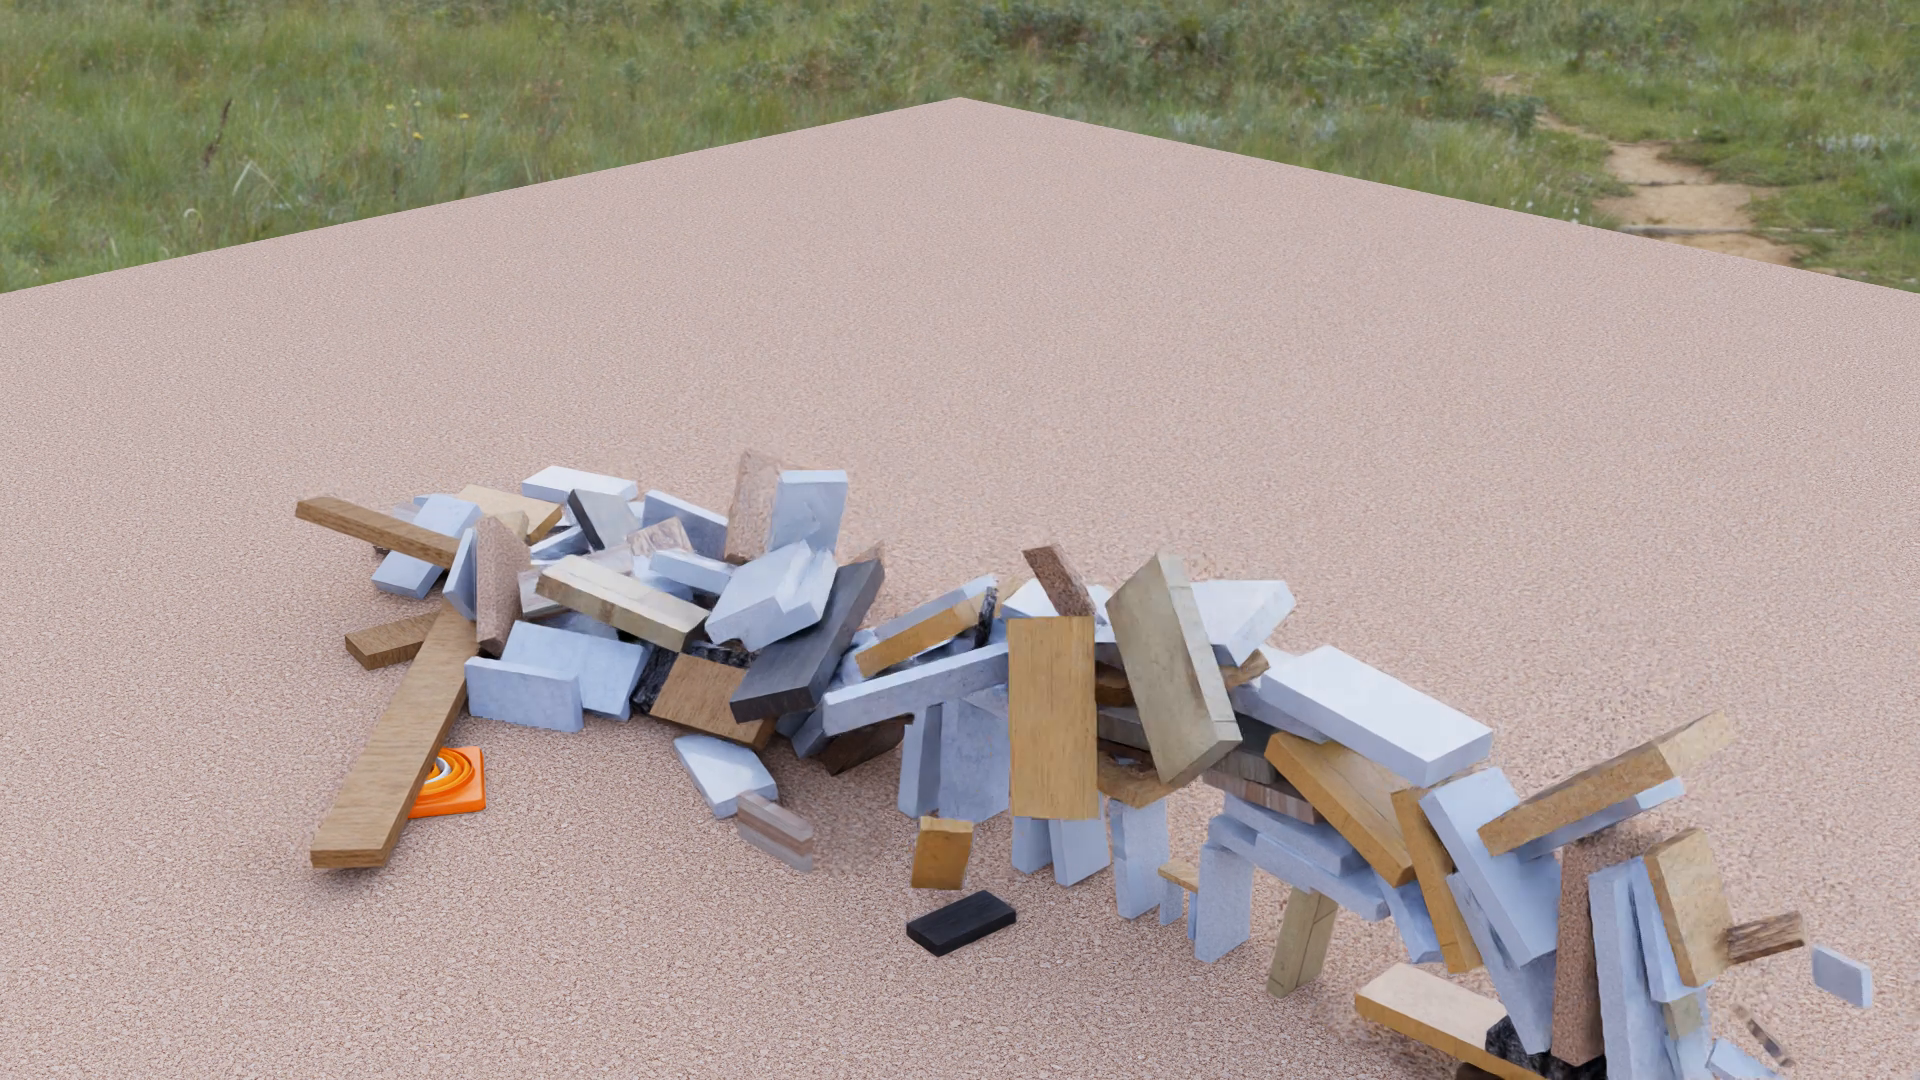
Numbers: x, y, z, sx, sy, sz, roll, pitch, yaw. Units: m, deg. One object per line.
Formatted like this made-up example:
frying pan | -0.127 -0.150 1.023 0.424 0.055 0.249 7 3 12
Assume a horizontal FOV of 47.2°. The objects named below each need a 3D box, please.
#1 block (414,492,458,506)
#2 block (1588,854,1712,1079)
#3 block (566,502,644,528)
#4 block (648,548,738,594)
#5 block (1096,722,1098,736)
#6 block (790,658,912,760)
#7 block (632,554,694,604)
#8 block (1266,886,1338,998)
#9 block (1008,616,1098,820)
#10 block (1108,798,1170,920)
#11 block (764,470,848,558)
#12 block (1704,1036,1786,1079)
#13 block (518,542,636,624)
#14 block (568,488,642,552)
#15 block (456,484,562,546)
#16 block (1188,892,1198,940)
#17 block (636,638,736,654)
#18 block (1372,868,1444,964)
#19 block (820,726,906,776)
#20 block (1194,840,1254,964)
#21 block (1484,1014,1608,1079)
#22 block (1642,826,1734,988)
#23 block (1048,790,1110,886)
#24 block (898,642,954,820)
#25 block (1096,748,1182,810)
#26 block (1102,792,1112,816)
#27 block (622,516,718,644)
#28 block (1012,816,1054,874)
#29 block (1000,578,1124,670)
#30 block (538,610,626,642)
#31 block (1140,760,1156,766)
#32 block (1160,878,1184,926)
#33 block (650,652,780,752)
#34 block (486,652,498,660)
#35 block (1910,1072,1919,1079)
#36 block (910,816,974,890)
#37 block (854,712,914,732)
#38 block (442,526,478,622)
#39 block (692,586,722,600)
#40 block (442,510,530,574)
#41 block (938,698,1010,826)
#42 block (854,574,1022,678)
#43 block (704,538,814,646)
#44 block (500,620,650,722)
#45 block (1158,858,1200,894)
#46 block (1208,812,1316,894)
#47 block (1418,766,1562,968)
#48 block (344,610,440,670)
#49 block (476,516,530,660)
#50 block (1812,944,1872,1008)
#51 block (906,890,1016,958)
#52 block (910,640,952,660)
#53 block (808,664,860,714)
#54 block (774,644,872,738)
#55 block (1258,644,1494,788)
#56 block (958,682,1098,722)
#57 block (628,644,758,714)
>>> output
block | -1.307 -0.091 5.879 0.269 0.038 0.135 5 7 12
block | 1.053 0.661 3.349 0.176 0.353 0.050 -13 9 -31
block | -0.899 -0.063 5.785 0.253 0.036 0.126 -3 19 -21
block | -0.529 0.096 5.107 0.352 0.050 0.176 16 5 10
block | 0.320 0.354 4.055 0.139 0.020 0.070 11 22 41
block | -0.222 0.353 4.581 0.163 0.326 0.046 -15 70 -31
block | -0.751 0.109 5.158 0.145 0.041 0.290 -17 23 -26
block | 0.608 0.681 3.851 0.117 0.234 0.033 -20 40 -41
block | 0.164 0.315 3.918 0.050 0.355 0.178 1 -4 -39
block | 0.337 0.575 4.101 0.118 0.236 0.033 -21 22 -40
block | -0.351 -0.024 4.944 0.149 0.299 0.042 -2 40 -20
block | 1.155 0.785 3.226 0.115 0.016 0.058 33 42 13
block | -0.875 0.099 5.040 0.262 0.037 0.131 -16 45 -3
block | -0.880 -0.025 5.570 0.145 0.041 0.290 9 29 -36
block | -1.194 -0.064 5.711 0.283 0.040 0.142 12 38 21
block | 0.440 0.679 4.032 0.014 0.101 0.050 21 31 41
block | -0.603 0.302 4.892 0.326 0.046 0.163 14 57 30
block | 0.761 0.571 3.626 0.133 0.038 0.266 2 48 -24
block | -0.136 0.358 4.529 0.179 0.358 0.051 -21 72 -40
block | 0.478 0.636 3.962 0.033 0.234 0.117 21 31 40
block | 0.986 0.818 3.494 0.265 0.037 0.132 18 28 41
block | 1.092 0.545 3.274 0.105 0.211 0.030 -22 7 -28
block | 0.223 0.530 4.207 0.118 0.236 0.033 -20 20 -39
block | -0.029 0.373 4.419 0.179 0.358 0.051 -21 38 -40
block | 0.286 0.426 4.106 0.118 0.033 0.236 -20 30 -39
block | 0.307 0.494 4.483 0.079 0.022 0.158 24 56 40
block | -0.683 0.108 5.284 0.145 0.041 0.479 -22 38 -8
block | 0.176 0.477 4.239 0.155 0.310 0.044 -20 33 -39
block | 0.221 0.157 4.160 0.260 0.037 0.130 21 30 20
block | -0.870 0.194 5.031 0.164 0.046 0.328 -29 46 1
block | 0.353 0.396 4.050 0.092 0.013 0.046 14 24 31
block | 0.393 0.660 4.076 0.014 0.101 0.050 21 31 41
block | -0.507 0.341 4.652 0.299 0.042 0.149 11 68 36
block | -1.097 0.290 5.040 0.101 0.029 0.203 -6 24 -14
block | 1.421 0.697 3.048 0.034 0.237 0.118 54 6 22
block | -0.035 0.589 4.118 0.098 0.195 0.028 5 48 -4
block | -0.158 0.329 4.084 0.069 0.020 0.139 21 17 41
block | -1.133 0.078 5.106 0.029 0.103 0.207 -16 41 22
block | -0.594 0.113 5.194 0.112 0.016 0.056 18 29 13
block | -1.235 0.008 5.532 0.286 0.041 0.143 -7 48 13
block | 0.032 0.420 4.372 0.044 0.310 0.155 24 33 39
block | -0.041 0.173 4.342 0.179 0.051 0.358 -25 -2 -39
block | -0.430 0.109 4.747 0.171 0.048 0.342 -24 16 15
block | -0.865 0.290 4.881 0.328 0.046 0.164 10 69 19
block | 0.417 0.616 4.032 0.101 0.014 0.050 21 31 41
block | 0.560 0.534 3.844 0.117 0.033 0.234 -18 32 -38
block | 0.865 0.513 3.471 0.150 0.042 0.300 -14 64 -32
block | -1.287 0.230 5.168 0.275 0.039 0.138 -15 27 -32
block | -1.047 0.124 5.056 0.046 0.164 0.328 -17 56 13
block | 1.232 0.609 3.075 0.016 0.055 0.111 -7 9 -14
block | 0.003 0.707 4.061 0.185 0.026 0.093 -18 29 -35
block | -0.140 0.304 4.749 0.299 0.149 0.042 -14 54 1
block | -0.234 0.303 4.540 0.086 0.172 0.024 -2 61 -50
block | -0.272 0.322 4.644 0.299 0.149 0.042 -28 58 19
block | 0.683 0.286 3.628 0.173 0.049 0.346 -18 34 -39
block | 0.116 0.288 4.228 0.155 0.044 0.310 -21 31 -40
block | -0.546 0.317 4.794 0.326 0.046 0.163 6 54 25
